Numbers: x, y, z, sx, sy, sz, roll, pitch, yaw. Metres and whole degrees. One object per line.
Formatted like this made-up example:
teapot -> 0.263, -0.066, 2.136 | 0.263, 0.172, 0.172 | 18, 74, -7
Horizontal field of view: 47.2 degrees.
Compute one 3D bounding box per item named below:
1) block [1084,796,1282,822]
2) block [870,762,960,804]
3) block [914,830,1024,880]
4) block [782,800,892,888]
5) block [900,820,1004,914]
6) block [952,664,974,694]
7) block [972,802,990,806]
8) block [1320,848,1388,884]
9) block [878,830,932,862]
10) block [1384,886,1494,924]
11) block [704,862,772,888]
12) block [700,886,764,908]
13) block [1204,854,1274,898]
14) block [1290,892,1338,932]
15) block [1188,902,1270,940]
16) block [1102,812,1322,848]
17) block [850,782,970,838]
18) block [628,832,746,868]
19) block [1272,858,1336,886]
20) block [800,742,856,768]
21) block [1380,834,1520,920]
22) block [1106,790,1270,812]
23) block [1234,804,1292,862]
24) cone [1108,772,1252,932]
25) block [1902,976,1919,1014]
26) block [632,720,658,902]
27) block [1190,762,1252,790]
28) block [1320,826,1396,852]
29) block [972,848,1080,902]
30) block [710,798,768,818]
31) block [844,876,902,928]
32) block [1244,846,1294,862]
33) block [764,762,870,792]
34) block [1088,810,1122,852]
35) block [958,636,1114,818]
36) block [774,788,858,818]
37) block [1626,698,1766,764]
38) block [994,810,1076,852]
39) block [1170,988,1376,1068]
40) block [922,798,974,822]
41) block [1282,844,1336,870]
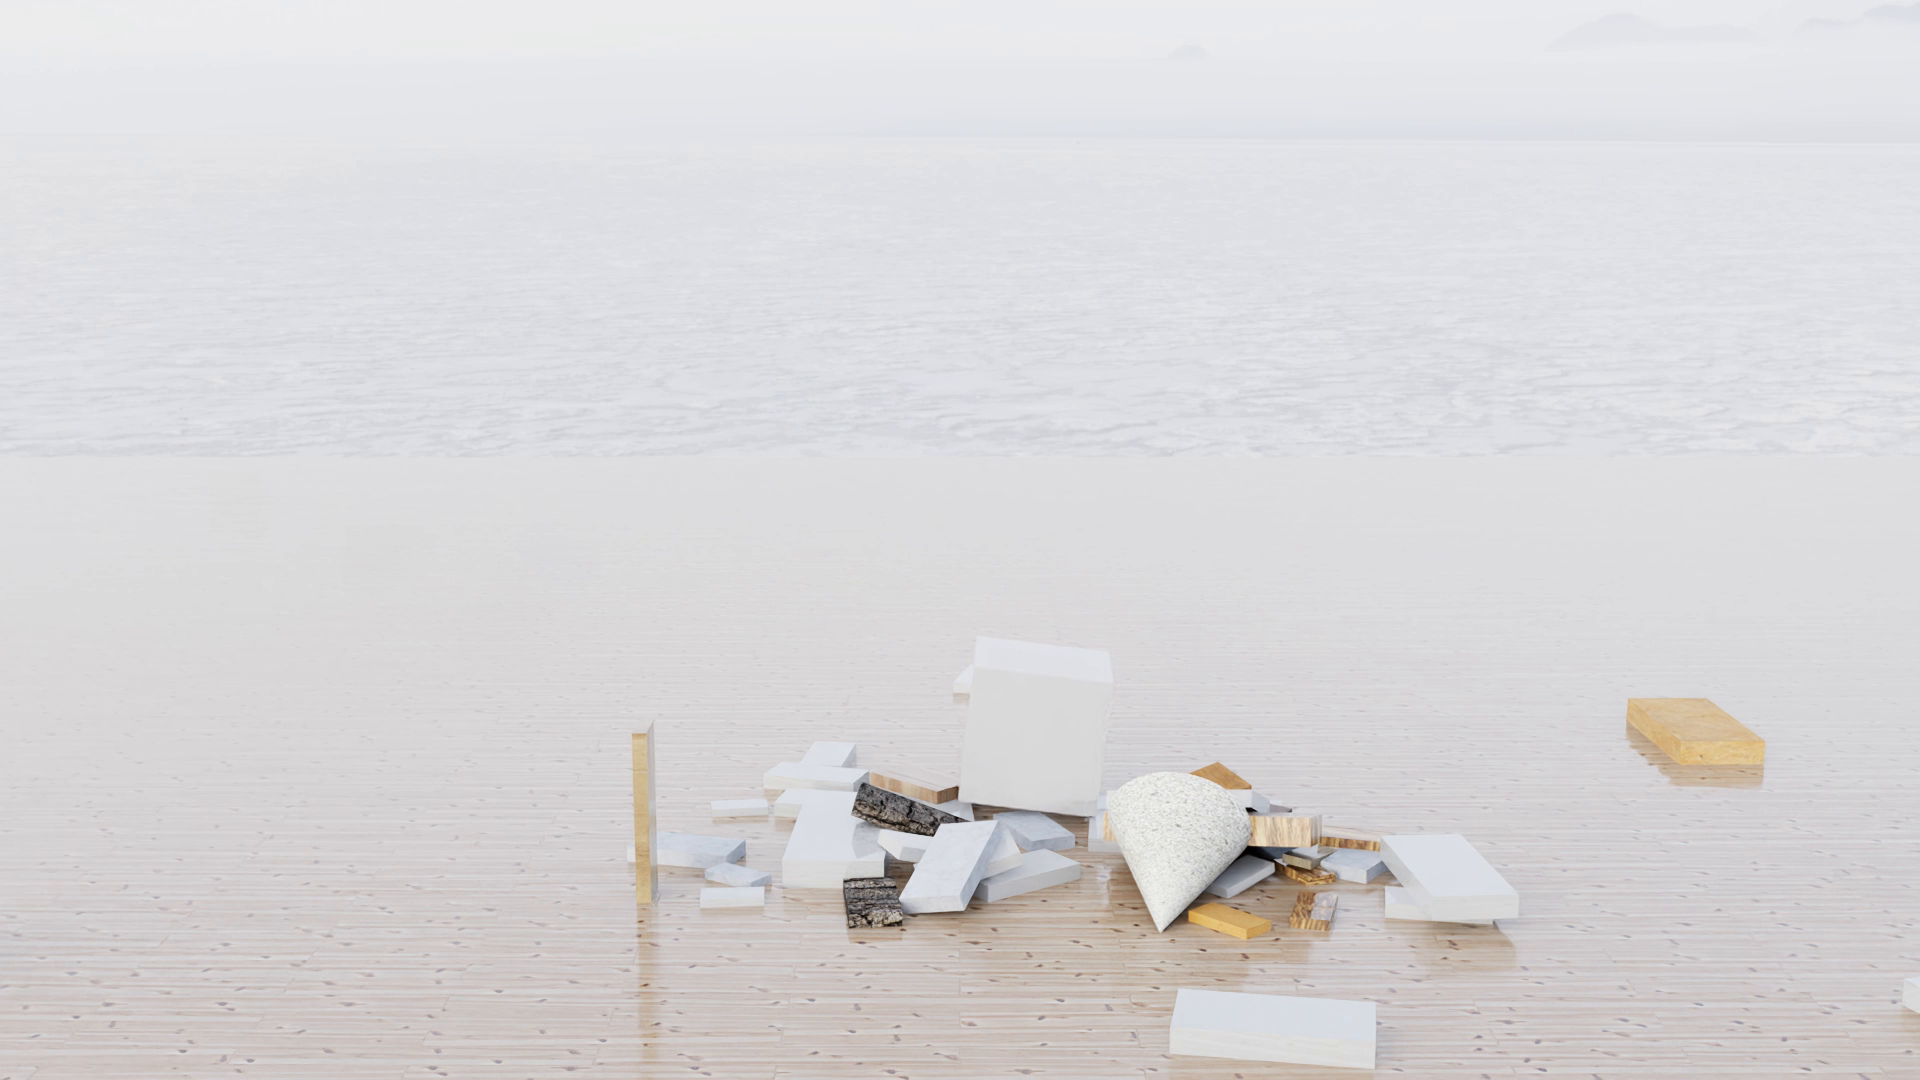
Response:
block -> 0.415, 0.502, 4.076 | 0.363, 0.024, 0.085 | 1, 11, 5
block -> -0.075, 0.460, 4.160 | 0.179, 0.025, 0.090 | 10, 14, 44
block -> 0.014, 0.543, 3.681 | 0.171, 0.024, 0.085 | -20, 22, -6
block -> -0.206, 0.530, 3.859 | 0.171, 0.048, 0.341 | 0, 11, 2
block -> -0.013, 0.539, 3.635 | 0.108, 0.030, 0.215 | -7, 24, 24
block -> 0.045, 0.320, 5.055 | 0.085, 0.024, 0.170 | 3, 11, 13
block -> 0.049, 0.471, 4.239 | 0.090, 0.025, 0.179 | 1, 11, 8
block -> 0.700, 0.552, 3.806 | 0.085, 0.024, 0.170 | 7, 13, 34
block -> -0.047, 0.532, 3.767 | 0.171, 0.024, 0.086 | 13, 7, -30
block -> 0.779, 0.594, 3.580 | 0.170, 0.024, 0.085 | 2, 11, 10
block -> -0.377, 0.571, 3.732 | 0.104, 0.015, 0.052 | 8, 13, 36
block -> -0.376, 0.590, 3.631 | 0.104, 0.015, 0.052 | -1, 11, -5
block -> 0.467, 0.566, 3.700 | 0.120, 0.017, 0.060 | -21, 21, -38
block -> 0.574, 0.601, 3.562 | 0.063, 0.018, 0.125 | 3, 11, 15
block -> 0.431, 0.609, 3.519 | 0.060, 0.017, 0.120 | -10, 14, -42
block -> 0.434, 0.492, 3.768 | 0.350, 0.048, 0.171 | 0, -4, 16
block -> -0.083, 0.495, 3.901 | 0.215, 0.030, 0.108 | 20, 11, -2
block -> -0.478, 0.543, 3.850 | 0.184, 0.026, 0.092 | 3, 11, 15
block -> 0.587, 0.565, 3.761 | 0.054, 0.015, 0.107 | -5, 12, -26
block -> -0.265, 0.440, 4.412 | 0.085, 0.024, 0.170 | 1, 11, 7
block -> 0.803, 0.553, 3.627 | 0.139, 0.039, 0.307 | -1, 11, -5
block -> 0.404, 0.468, 3.899 | 0.268, 0.030, 0.108 | -3, -18, 24
block -> 0.495, 0.517, 3.902 | 0.098, 0.028, 0.196 | 9, 23, 41
cone -> 0.341, 0.548, 3.575 | 0.239, 0.239, 0.239 | 3, 40, 13
block -> 1.478, 0.678, 3.088 | 0.139, 0.039, 0.278 | -3, 11, -16
block -> -0.521, 0.448, 3.640 | 0.024, 0.289, 0.085 | 0, 11, 0
block -> 0.429, 0.473, 4.050 | 0.196, 0.028, 0.098 | -18, 31, -28
block -> 0.695, 0.523, 3.849 | 0.125, 0.018, 0.063 | 3, 11, 18
block -> 0.097, 0.566, 3.721 | 0.196, 0.028, 0.098 | -8, 13, -36
block -> -0.412, 0.501, 4.110 | 0.104, 0.015, 0.052 | -2, 11, -9
block -> -0.144, 0.592, 3.594 | 0.085, 0.024, 0.171 | -1, 11, -6
block -> 0.556, 0.540, 3.841 | 0.107, 0.015, 0.054 | -8, 36, -36
block -> -0.278, 0.464, 4.275 | 0.185, 0.026, 0.092 | 3, 11, 17
block -> 0.275, 0.524, 3.960 | 0.085, 0.024, 0.169 | 1, 11, 5
block -> 0.140, 0.344, 4.096 | 0.253, 0.253, 0.253 | 7, 10, 1
block -> -0.245, 0.495, 4.109 | 0.184, 0.026, 0.092 | 2, 11, 11
block -> 1.528, 0.396, 4.582 | 0.171, 0.048, 0.341 | 0, 11, -1
block -> 0.132, 0.524, 3.961 | 0.085, 0.024, 0.169 | -4, 11, -22
block -> 0.439, 0.681, 3.071 | 0.278, 0.039, 0.139 | 2, 11, 10
block -> -0.023, 0.505, 4.056 | 0.090, 0.025, 0.179 | -1, 11, -3
block -> 0.604, 0.545, 3.790 | 0.054, 0.015, 0.107 | 11, 10, 34
